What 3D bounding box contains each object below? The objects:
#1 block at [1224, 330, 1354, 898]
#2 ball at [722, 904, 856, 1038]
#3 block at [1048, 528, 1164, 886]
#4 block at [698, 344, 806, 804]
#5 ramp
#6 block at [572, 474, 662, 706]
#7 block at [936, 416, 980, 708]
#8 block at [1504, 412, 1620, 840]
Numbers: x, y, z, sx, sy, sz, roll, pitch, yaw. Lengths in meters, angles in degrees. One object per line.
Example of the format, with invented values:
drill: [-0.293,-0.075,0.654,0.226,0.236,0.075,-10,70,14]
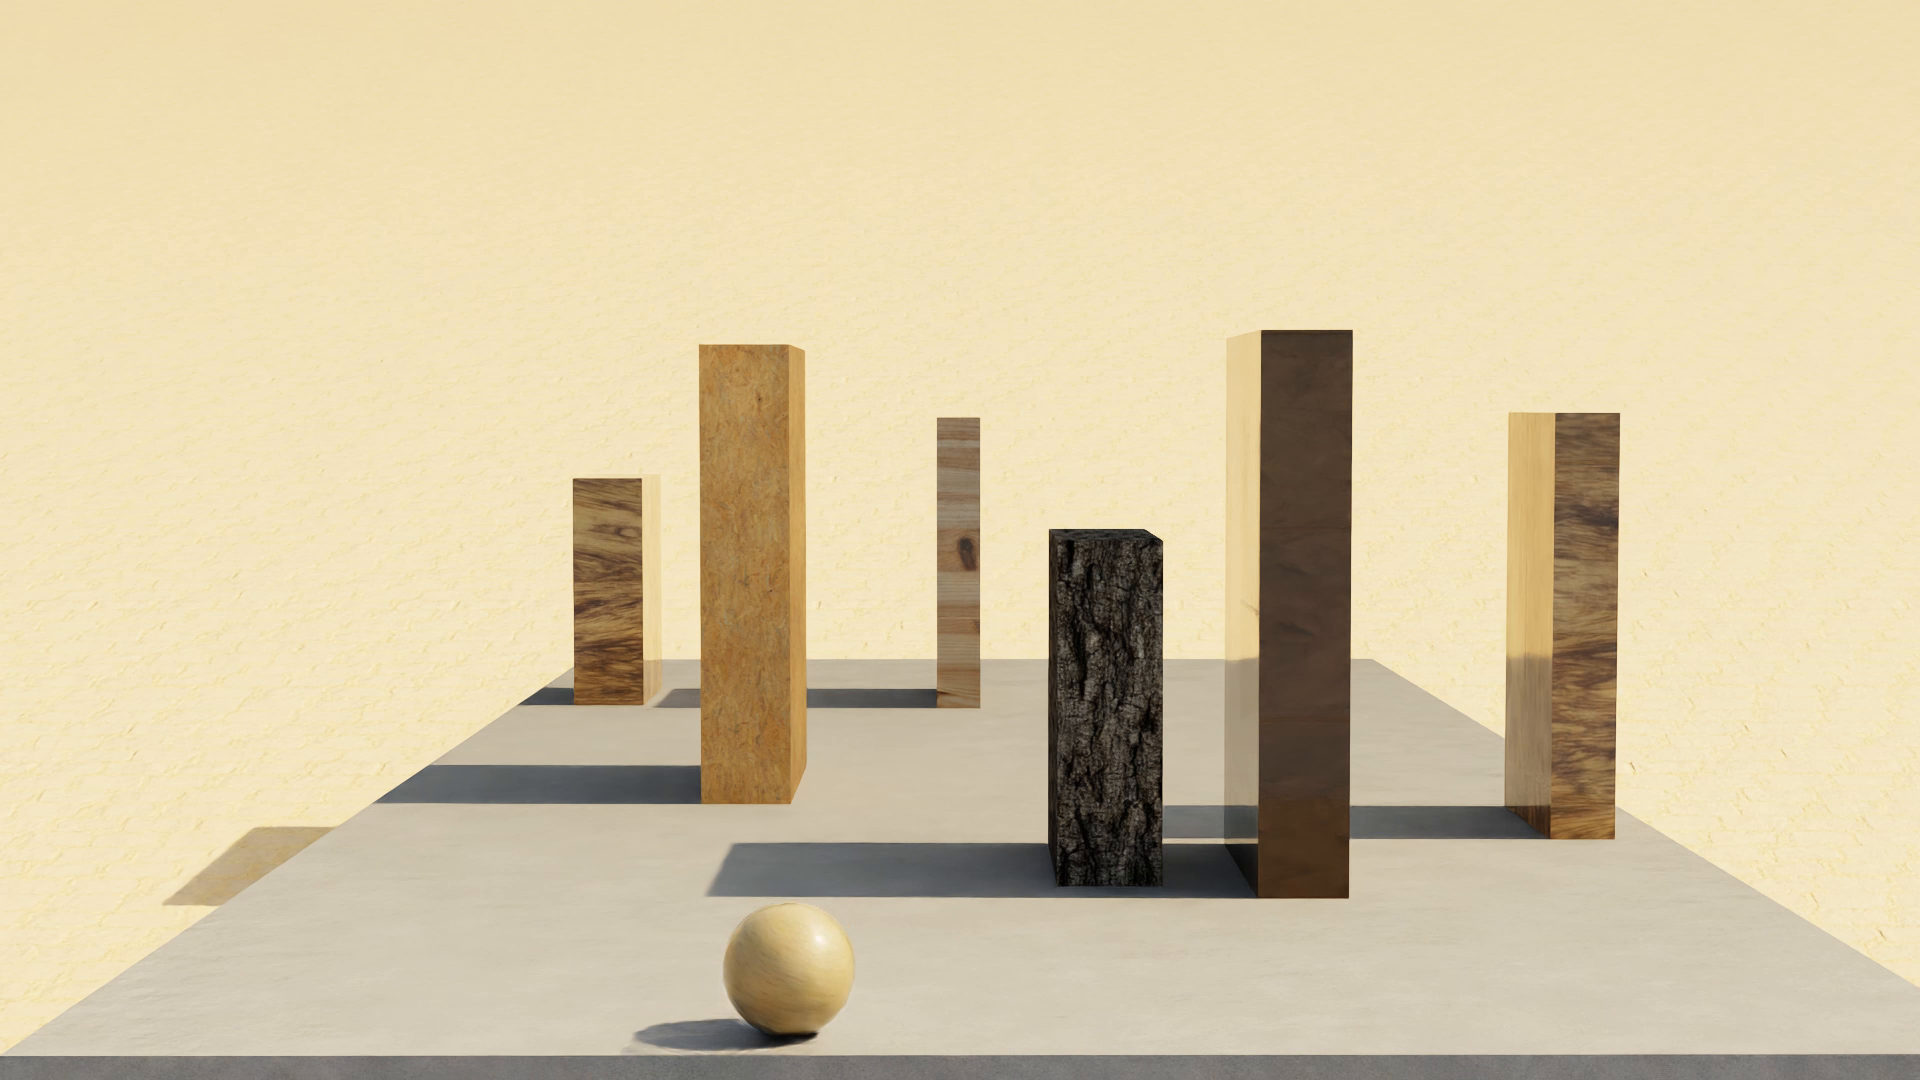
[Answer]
block: [0.445,0.087,3.528,0.118,0.737,0.422,0,3,0]
ball: [-0.174,0.437,2.611,0.134,0.134,0.134,0,22,0]
block: [0.199,0.222,3.582,0.140,0.461,0.340,0,3,0]
block: [-0.345,0.045,4.340,0.144,0.738,0.448,0,3,0]
ramp: [0.050,0.454,4.532,2.000,0.100,4.000,0,3,0]
block: [-0.753,0.102,5.672,0.149,0.487,0.346,0,3,0]
block: [-0.003,0.039,5.626,0.092,0.617,0.382,0,3,0]
block: [0.918,0.120,3.936,0.095,0.629,0.319,0,3,0]
